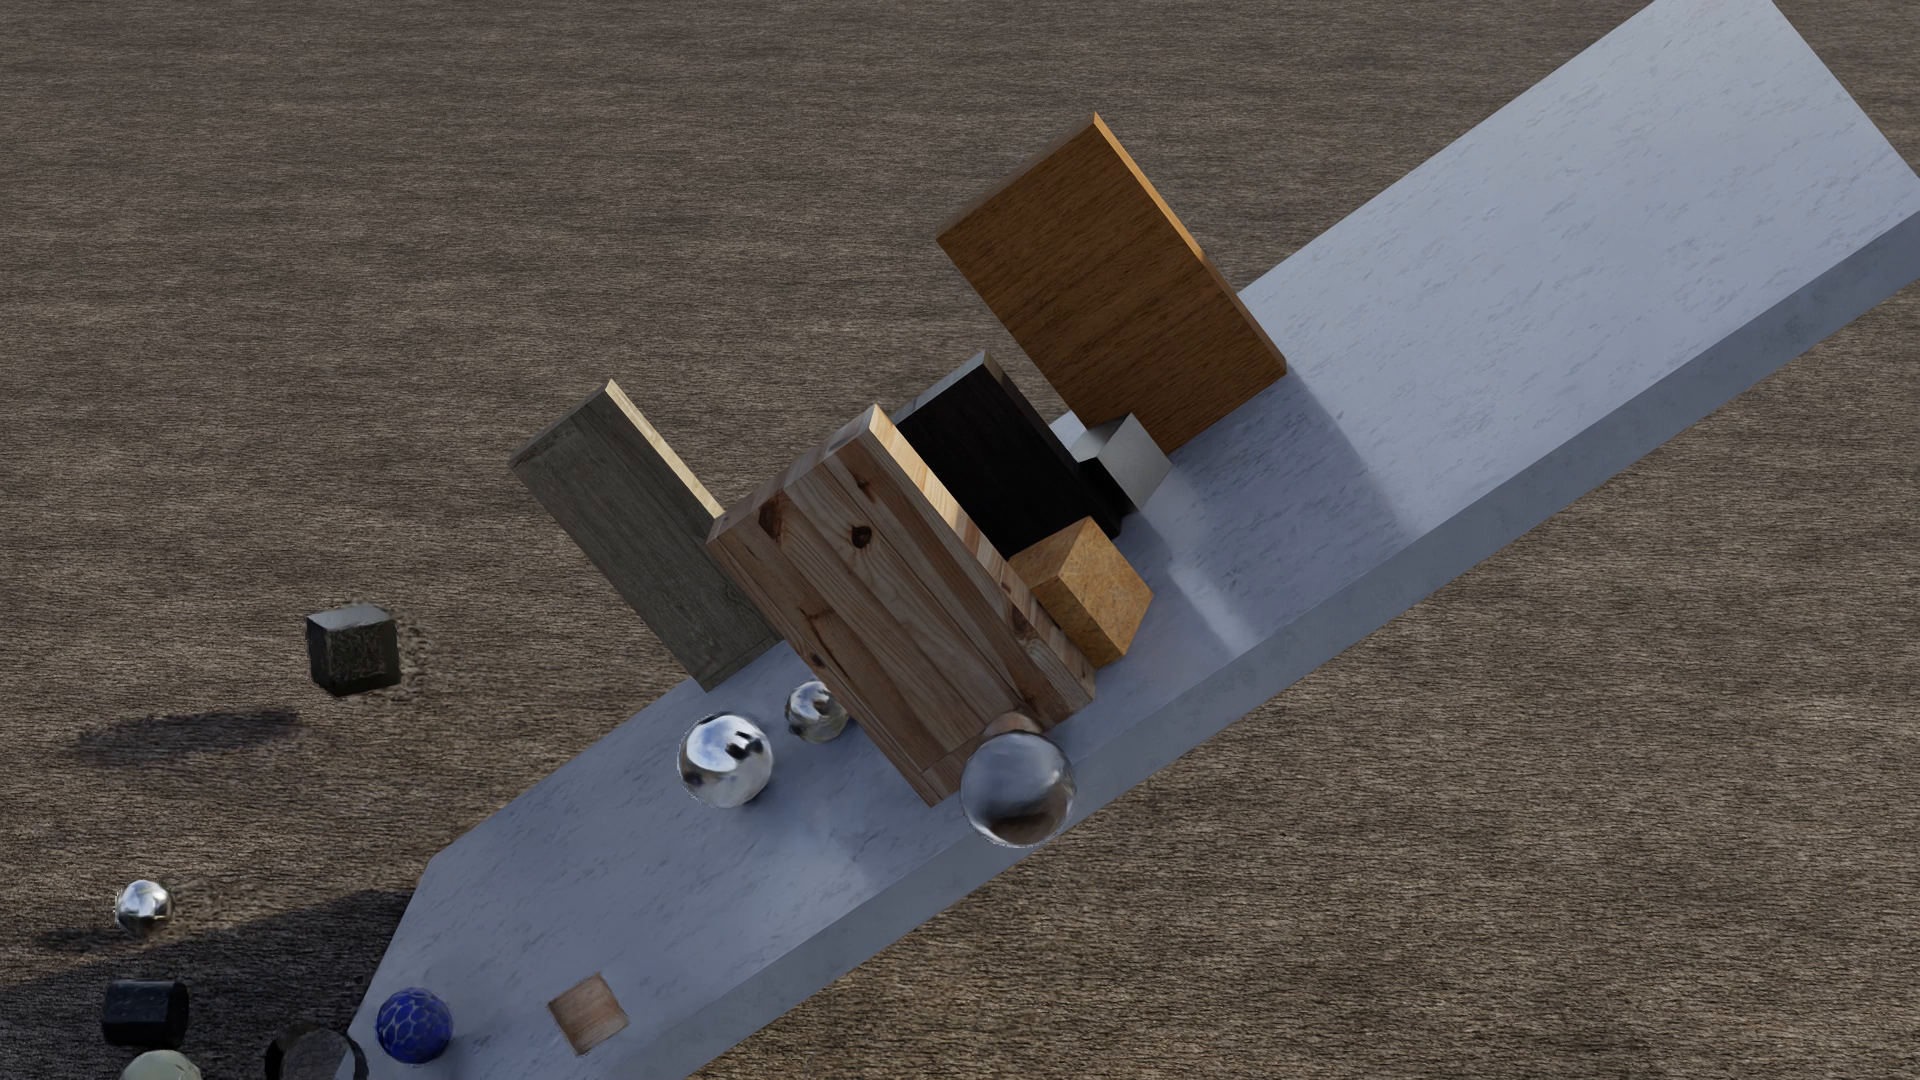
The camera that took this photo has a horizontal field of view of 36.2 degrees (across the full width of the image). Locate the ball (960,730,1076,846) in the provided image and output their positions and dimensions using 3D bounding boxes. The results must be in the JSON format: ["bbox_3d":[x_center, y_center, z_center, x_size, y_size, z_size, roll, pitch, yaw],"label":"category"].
[{"bbox_3d":[0.104,0.443,5.253,0.207,0.207,0.207,0,23,0],"label":"ball"}]

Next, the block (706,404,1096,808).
[{"bbox_3d":[-0.106,0.130,5.546,0.391,0.679,0.131,-35,16,17],"label":"block"}]

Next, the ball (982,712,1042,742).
[{"bbox_3d":[0.098,0.376,5.450,0.114,0.114,0.114,0,23,0],"label":"ball"}]

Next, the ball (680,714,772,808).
[{"bbox_3d":[-0.509,0.479,6.393,0.202,0.202,0.202,0,23,0],"label":"ball"}]

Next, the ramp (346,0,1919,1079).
[{"bbox_3d":[0.126,0.181,6.328,4.000,0.100,2.000,-35,16,17],"label":"ramp"}]

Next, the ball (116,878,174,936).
[{"bbox_3d":[-2.102,0.948,7.588,0.146,0.146,0.146,0,23,0],"label":"ball"}]

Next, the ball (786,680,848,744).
[{"bbox_3d":[-0.309,0.371,6.356,0.137,0.137,0.137,0,23,0],"label":"ball"}]

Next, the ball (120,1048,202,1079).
[{"bbox_3d":[-1.840,1.269,6.769,0.194,0.194,0.194,0,23,0],"label":"ball"}]

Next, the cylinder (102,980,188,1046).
[{"bbox_3d":[-1.964,1.141,7.098,0.155,0.155,0.155,0,23,5],"label":"cylinder"}]

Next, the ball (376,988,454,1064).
[{"bbox_3d":[-1.187,1.059,6.408,0.167,0.167,0.167,0,23,0],"label":"ball"}]

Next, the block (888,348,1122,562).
[{"bbox_3d":[0.042,-0.099,6.225,0.393,0.475,0.093,-35,16,17],"label":"block"}]

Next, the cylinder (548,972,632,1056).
[{"bbox_3d":[-0.711,0.909,5.639,0.117,0.117,0.117,-32,-5,-3],"label":"cylinder"}]

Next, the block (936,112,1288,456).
[{"bbox_3d":[0.328,-0.517,6.326,0.423,0.689,0.096,-35,16,17],"label":"block"}]

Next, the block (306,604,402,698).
[{"bbox_3d":[-1.791,0.324,8.686,0.201,0.201,0.201,-12,19,-30],"label":"block"}]

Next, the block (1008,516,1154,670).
[{"bbox_3d":[0.207,0.127,5.714,0.210,0.210,0.210,-28,19,35],"label":"block"}]

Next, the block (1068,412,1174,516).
[{"bbox_3d":[0.327,-0.151,6.312,0.153,0.153,0.153,-20,25,50],"label":"block"}]

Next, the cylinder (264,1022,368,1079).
[{"bbox_3d":[-1.446,1.187,6.604,0.190,0.190,0.190,-12,3,-25],"label":"cylinder"}]

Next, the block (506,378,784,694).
[{"bbox_3d":[-0.736,-0.004,7.212,0.318,0.762,0.084,-35,16,17],"label":"block"}]
